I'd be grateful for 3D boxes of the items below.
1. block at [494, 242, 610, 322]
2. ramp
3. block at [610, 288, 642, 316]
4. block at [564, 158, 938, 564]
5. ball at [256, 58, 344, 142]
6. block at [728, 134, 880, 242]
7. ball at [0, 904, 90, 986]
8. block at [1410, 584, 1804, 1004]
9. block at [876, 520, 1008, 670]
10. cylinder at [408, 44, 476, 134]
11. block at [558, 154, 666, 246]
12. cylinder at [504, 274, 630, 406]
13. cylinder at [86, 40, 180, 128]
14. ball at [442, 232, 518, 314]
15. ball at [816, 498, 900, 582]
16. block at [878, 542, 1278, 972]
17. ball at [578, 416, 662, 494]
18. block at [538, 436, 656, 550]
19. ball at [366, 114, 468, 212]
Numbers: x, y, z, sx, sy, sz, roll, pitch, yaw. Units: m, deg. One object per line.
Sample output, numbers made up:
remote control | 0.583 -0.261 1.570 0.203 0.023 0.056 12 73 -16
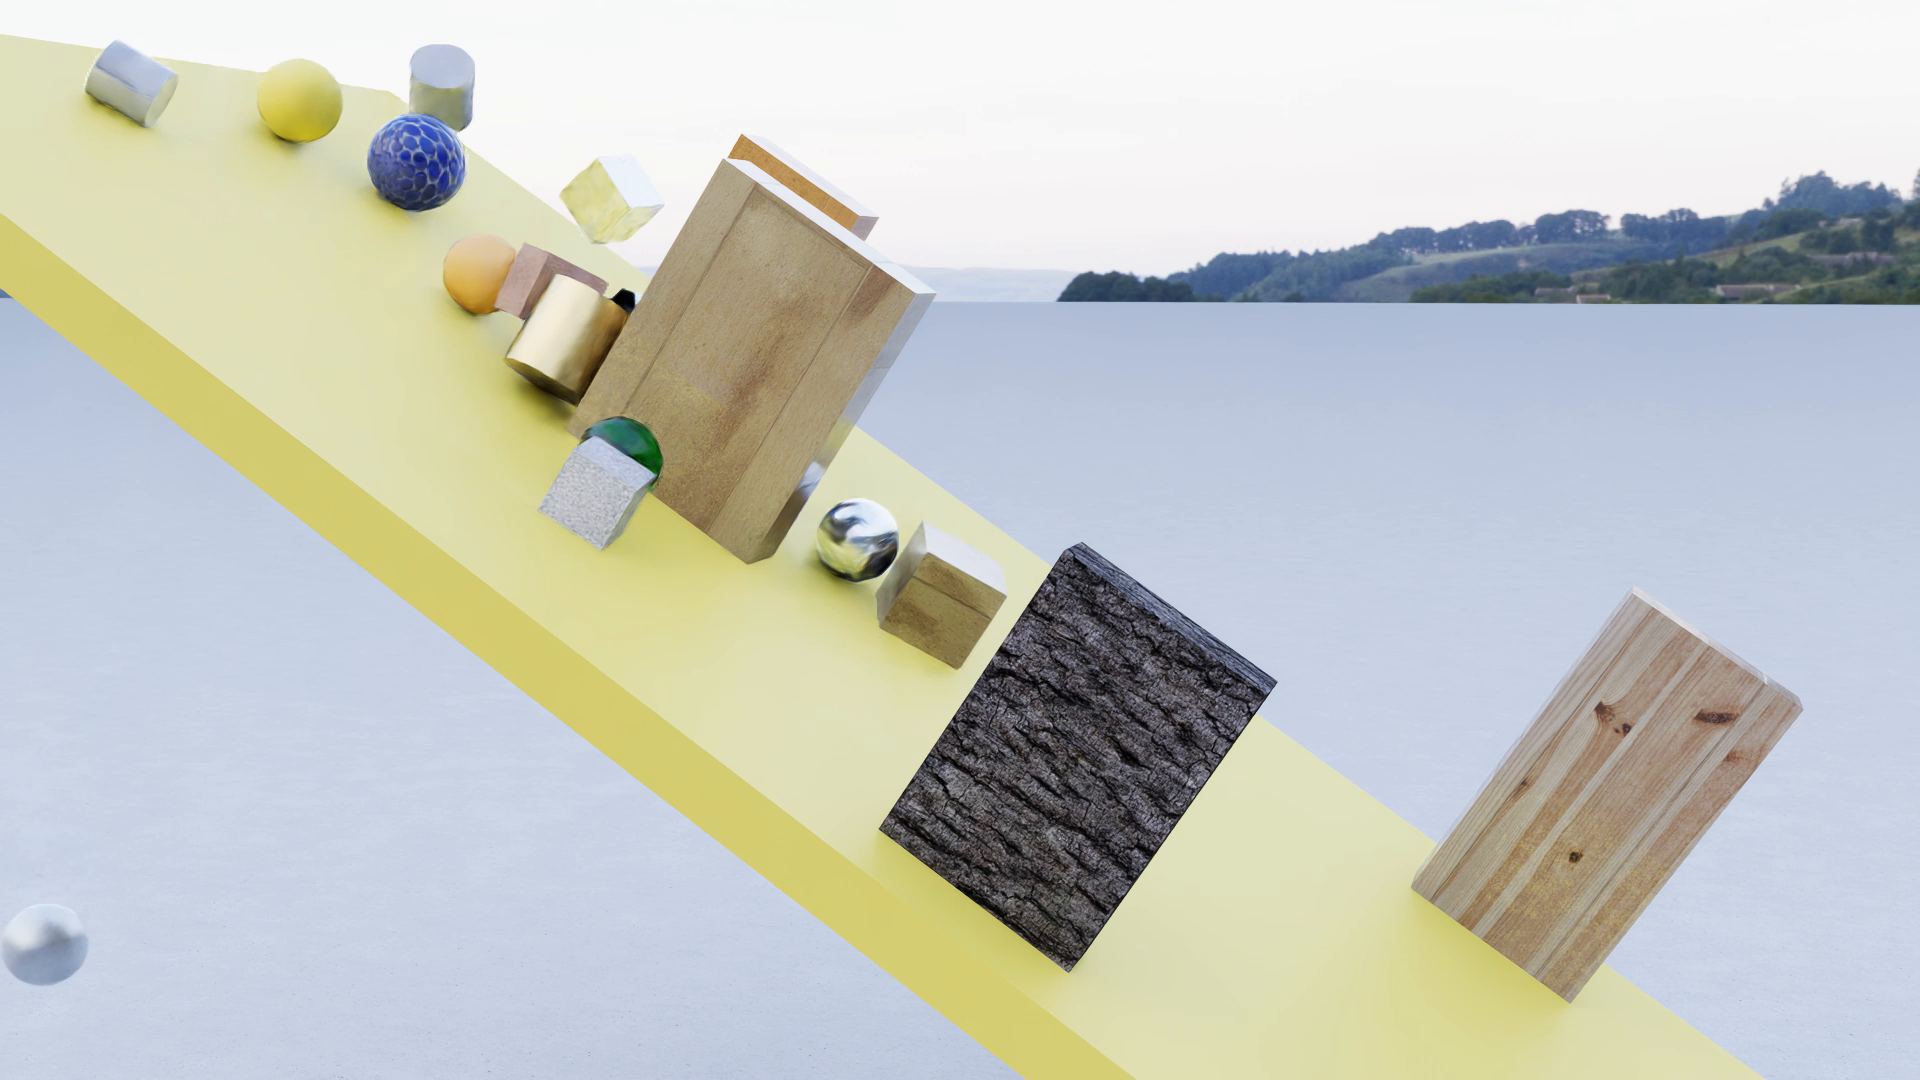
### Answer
block | -0.774 -0.465 4.161 0.134 0.134 0.134 26 0 -35
ramp | -0.122 0.207 4.097 4.000 0.100 2.000 36 15 10
block | -0.634 -0.390 4.352 0.147 0.147 0.147 18 20 -1
block | -0.377 -0.316 3.913 0.424 0.574 0.118 36 15 10
ball | -1.359 -0.905 4.531 0.171 0.171 0.171 0 7 0
block | -0.439 -0.507 4.448 0.296 0.540 0.123 36 15 10
ball | -2.167 0.959 5.210 0.195 0.195 0.195 0 7 0
block | 1.277 0.506 4.379 0.382 0.743 0.130 36 15 10
block | -0.036 0.101 4.078 0.171 0.171 0.171 29 16 -14
cylinder | -1.118 -0.972 4.746 0.138 0.138 0.138 -2 -34 -17
block | -0.727 -0.712 4.601 0.129 0.129 0.129 -37 -7 28
cylinder | -0.712 -0.362 4.023 0.178 0.178 0.178 28 -11 6
cylinder | -1.539 -0.849 4.091 0.118 0.118 0.118 31 2 -10
ball | -0.917 -0.513 4.230 0.155 0.155 0.155 0 7 0
ball | -0.190 0.000 4.111 0.156 0.156 0.156 0 7 0
block | 0.167 0.313 3.183 0.347 0.507 0.104 36 15 10
ball | -0.582 -0.136 3.755 0.149 0.149 0.149 0 7 0
block | -0.593 -0.077 3.601 0.122 0.122 0.122 33 15 -1
ball | -1.127 -0.784 4.565 0.202 0.202 0.202 0 7 0
